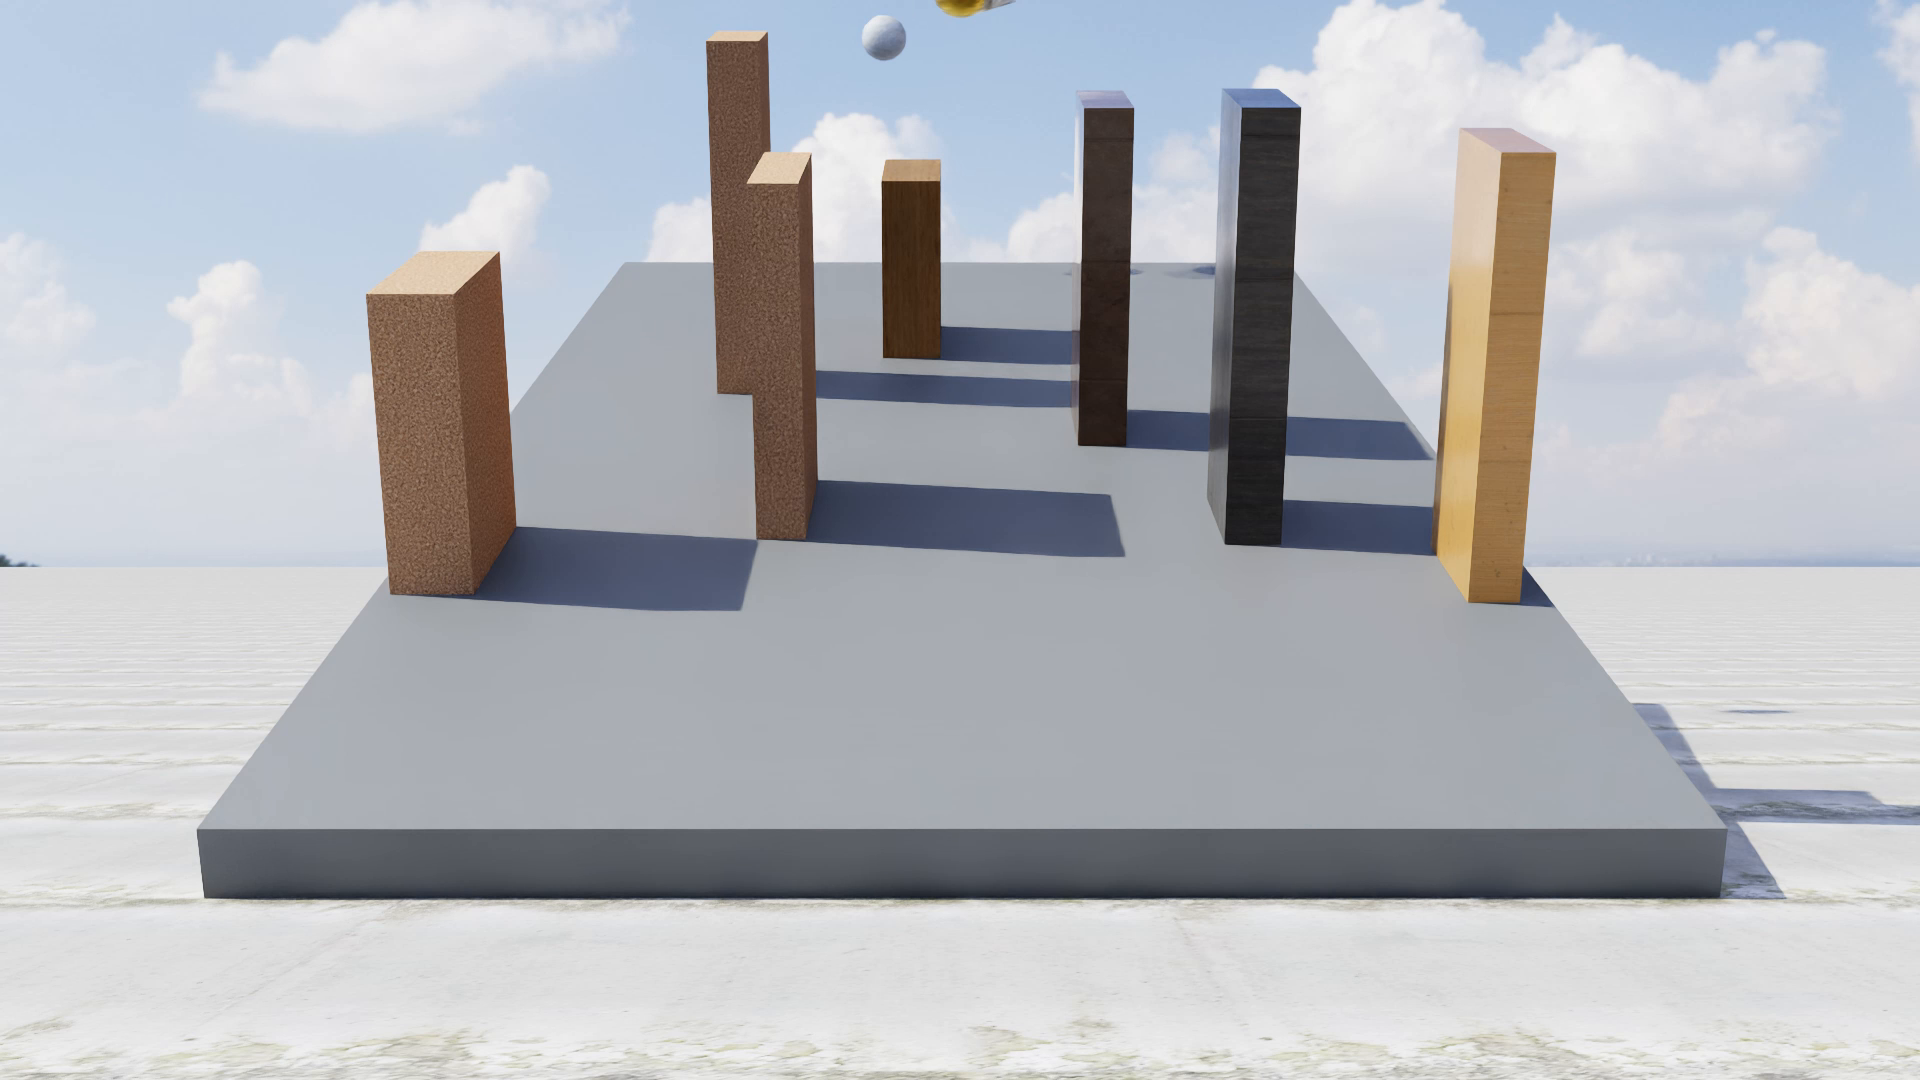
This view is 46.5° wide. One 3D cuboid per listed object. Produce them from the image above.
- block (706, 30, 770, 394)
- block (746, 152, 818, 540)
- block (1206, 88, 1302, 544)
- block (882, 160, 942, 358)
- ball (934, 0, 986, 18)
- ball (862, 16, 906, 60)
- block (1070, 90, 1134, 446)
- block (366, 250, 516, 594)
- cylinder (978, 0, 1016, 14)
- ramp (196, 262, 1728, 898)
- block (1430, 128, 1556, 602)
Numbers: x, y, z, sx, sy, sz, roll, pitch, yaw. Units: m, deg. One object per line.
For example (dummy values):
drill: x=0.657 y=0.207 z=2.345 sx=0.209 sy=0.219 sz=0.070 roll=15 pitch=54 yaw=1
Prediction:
block: x=-0.502 y=-0.757 z=5.157 sx=0.116 sy=0.799 sz=0.255 roll=0 pitch=18 yaw=0
block: x=-0.329 y=-0.372 z=4.190 sx=0.090 sy=0.653 sz=0.395 roll=0 pitch=18 yaw=0
block: x=0.534 y=-0.412 z=4.096 sx=0.103 sy=0.789 sz=0.297 roll=0 pitch=18 yaw=0
block: x=-0.120 y=-0.713 z=5.619 sx=0.142 sy=0.436 sz=0.372 roll=0 pitch=18 yaw=0
ball: x=0.002 y=-1.586 z=6.429 sx=0.163 sy=0.163 sz=0.163 roll=0 pitch=-1 yaw=0
ball: x=-0.220 y=-1.452 z=6.454 sx=0.129 sy=0.129 sz=0.129 roll=0 pitch=-1 yaw=0
block: x=0.301 y=-0.585 z=4.770 sx=0.102 sy=0.707 sz=0.316 roll=0 pitch=18 yaw=0
block: x=-0.900 y=-0.214 z=3.911 sx=0.143 sy=0.519 sz=0.392 roll=0 pitch=18 yaw=0
cylinder: x=0.088 y=-1.626 z=6.555 sx=0.127 sy=0.127 sz=0.127 roll=-16 pitch=14 yaw=4
ramp: x=-0.003 y=-0.182 z=4.835 sx=2.000 sy=0.100 sz=4.000 roll=0 pitch=18 yaw=0
block: x=0.902 y=-0.301 z=3.802 sx=0.088 sy=0.756 sz=0.308 roll=0 pitch=18 yaw=0
